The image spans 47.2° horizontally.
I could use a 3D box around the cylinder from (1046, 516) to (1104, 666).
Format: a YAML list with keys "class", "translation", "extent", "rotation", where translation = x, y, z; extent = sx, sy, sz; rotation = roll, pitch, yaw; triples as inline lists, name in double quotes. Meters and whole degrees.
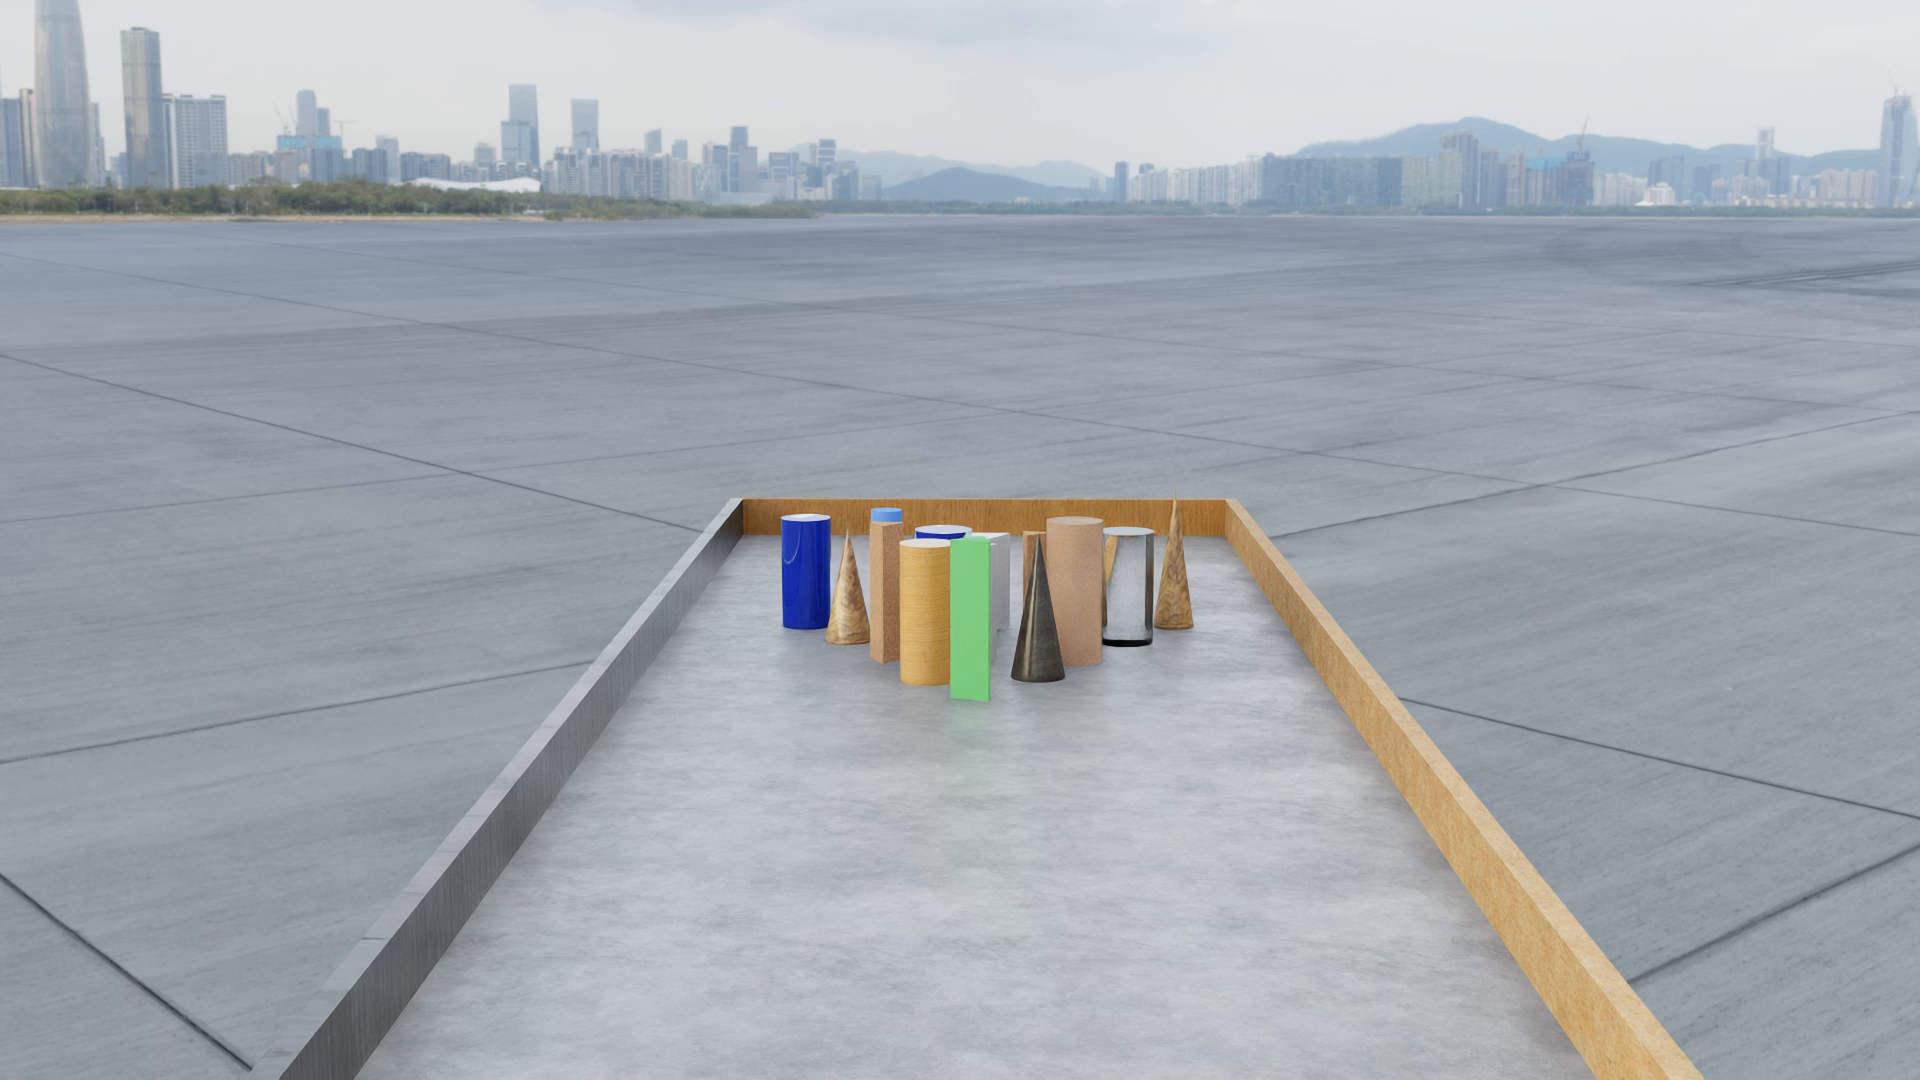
- class: "cylinder"
  translation: [0.346, 0.154, 6.664]
  extent: [0.172, 0.430, 0.172]
  rotation: [0, 9, 0]

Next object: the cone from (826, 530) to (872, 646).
- class: "cone"
  translation: [-0.353, 0.138, 6.969]
  extent: [0.152, 0.367, 0.152]
  rotation: [0, 9, 0]

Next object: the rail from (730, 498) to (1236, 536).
- class: "rail"
  translation: [0.099, -0.098, 9.147]
  extent: [2.100, 0.150, 0.050]
  rotation: [0, 9, 1]

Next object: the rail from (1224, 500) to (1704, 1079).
- class: "rail"
  translation: [1.046, 0.843, 3.208]
  extent: [0.050, 0.150, 12.000]
  rotation: [0, 9, 1]

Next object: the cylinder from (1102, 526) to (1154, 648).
- class: "cylinder"
  translation: [0.524, 0.147, 6.945]
  extent: [0.174, 0.356, 0.174]
  rotation: [0, 9, 0]

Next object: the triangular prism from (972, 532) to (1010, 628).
- class: "triangular prism"
  translation: [0.067, 0.133, 7.192]
  extent: [0.130, 0.306, 0.151]
  rotation: [5, 10, 31]

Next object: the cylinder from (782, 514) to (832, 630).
- class: "cylinder"
  translation: [-0.503, 0.103, 7.213]
  extent: [0.163, 0.358, 0.163]
  rotation: [0, 9, 0]

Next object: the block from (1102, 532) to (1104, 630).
- class: "block"
  translation: [0.385, 0.113, 7.182]
  extent: [0.130, 0.348, 0.130]
  rotation: [-3, 10, -20]

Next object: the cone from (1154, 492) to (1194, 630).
- class: "cone"
  translation: [0.701, 0.059, 7.188]
  extent: [0.134, 0.453, 0.134]
  rotation: [0, 9, 0]

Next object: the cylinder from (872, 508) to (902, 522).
- class: "cylinder"
  translation: [-0.240, 0.091, 7.208]
  extent: [0.102, 0.384, 0.102]
  rotation: [0, 9, 0]

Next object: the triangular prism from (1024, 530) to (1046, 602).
- class: "triangular prism"
  translation: [0.224, 0.148, 6.963]
  extent: [0.087, 0.349, 0.076]
  rotation: [-6, 11, -34]

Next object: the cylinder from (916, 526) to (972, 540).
- class: "cylinder"
  translation: [-0.051, 0.145, 6.937]
  extent: [0.179, 0.362, 0.179]
  rotation: [0, 9, 0]

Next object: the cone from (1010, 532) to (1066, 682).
- class: "cone"
  translation: [0.229, 0.187, 6.437]
  extent: [0.162, 0.435, 0.162]
  rotation: [0, 9, 0]

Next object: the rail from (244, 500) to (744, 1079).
- class: "rail"
  translation: [-1.004, 0.839, 3.234]
  extent: [0.050, 0.150, 12.000]
  rotation: [0, 9, 1]

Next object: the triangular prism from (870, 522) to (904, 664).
- class: "triangular prism"
  translation: [-0.237, 0.156, 6.683]
  extent: [0.090, 0.420, 0.104]
  rotation: [7, 11, 38]

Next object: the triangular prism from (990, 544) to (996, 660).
- class: "triangular prism"
  translation: [0.048, 0.187, 6.690]
  extent: [0.097, 0.357, 0.084]
  rotation: [-5, 10, -30]

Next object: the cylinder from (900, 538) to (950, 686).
- class: "cylinder"
  translation: [-0.093, 0.209, 6.397]
  extent: [0.164, 0.405, 0.164]
  rotation: [0, 9, 0]

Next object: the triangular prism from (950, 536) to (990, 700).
- class: "triangular prism"
  translation: [0.046, 0.218, 6.197]
  extent: [0.118, 0.451, 0.102]
  rotation: [3, 10, 21]
